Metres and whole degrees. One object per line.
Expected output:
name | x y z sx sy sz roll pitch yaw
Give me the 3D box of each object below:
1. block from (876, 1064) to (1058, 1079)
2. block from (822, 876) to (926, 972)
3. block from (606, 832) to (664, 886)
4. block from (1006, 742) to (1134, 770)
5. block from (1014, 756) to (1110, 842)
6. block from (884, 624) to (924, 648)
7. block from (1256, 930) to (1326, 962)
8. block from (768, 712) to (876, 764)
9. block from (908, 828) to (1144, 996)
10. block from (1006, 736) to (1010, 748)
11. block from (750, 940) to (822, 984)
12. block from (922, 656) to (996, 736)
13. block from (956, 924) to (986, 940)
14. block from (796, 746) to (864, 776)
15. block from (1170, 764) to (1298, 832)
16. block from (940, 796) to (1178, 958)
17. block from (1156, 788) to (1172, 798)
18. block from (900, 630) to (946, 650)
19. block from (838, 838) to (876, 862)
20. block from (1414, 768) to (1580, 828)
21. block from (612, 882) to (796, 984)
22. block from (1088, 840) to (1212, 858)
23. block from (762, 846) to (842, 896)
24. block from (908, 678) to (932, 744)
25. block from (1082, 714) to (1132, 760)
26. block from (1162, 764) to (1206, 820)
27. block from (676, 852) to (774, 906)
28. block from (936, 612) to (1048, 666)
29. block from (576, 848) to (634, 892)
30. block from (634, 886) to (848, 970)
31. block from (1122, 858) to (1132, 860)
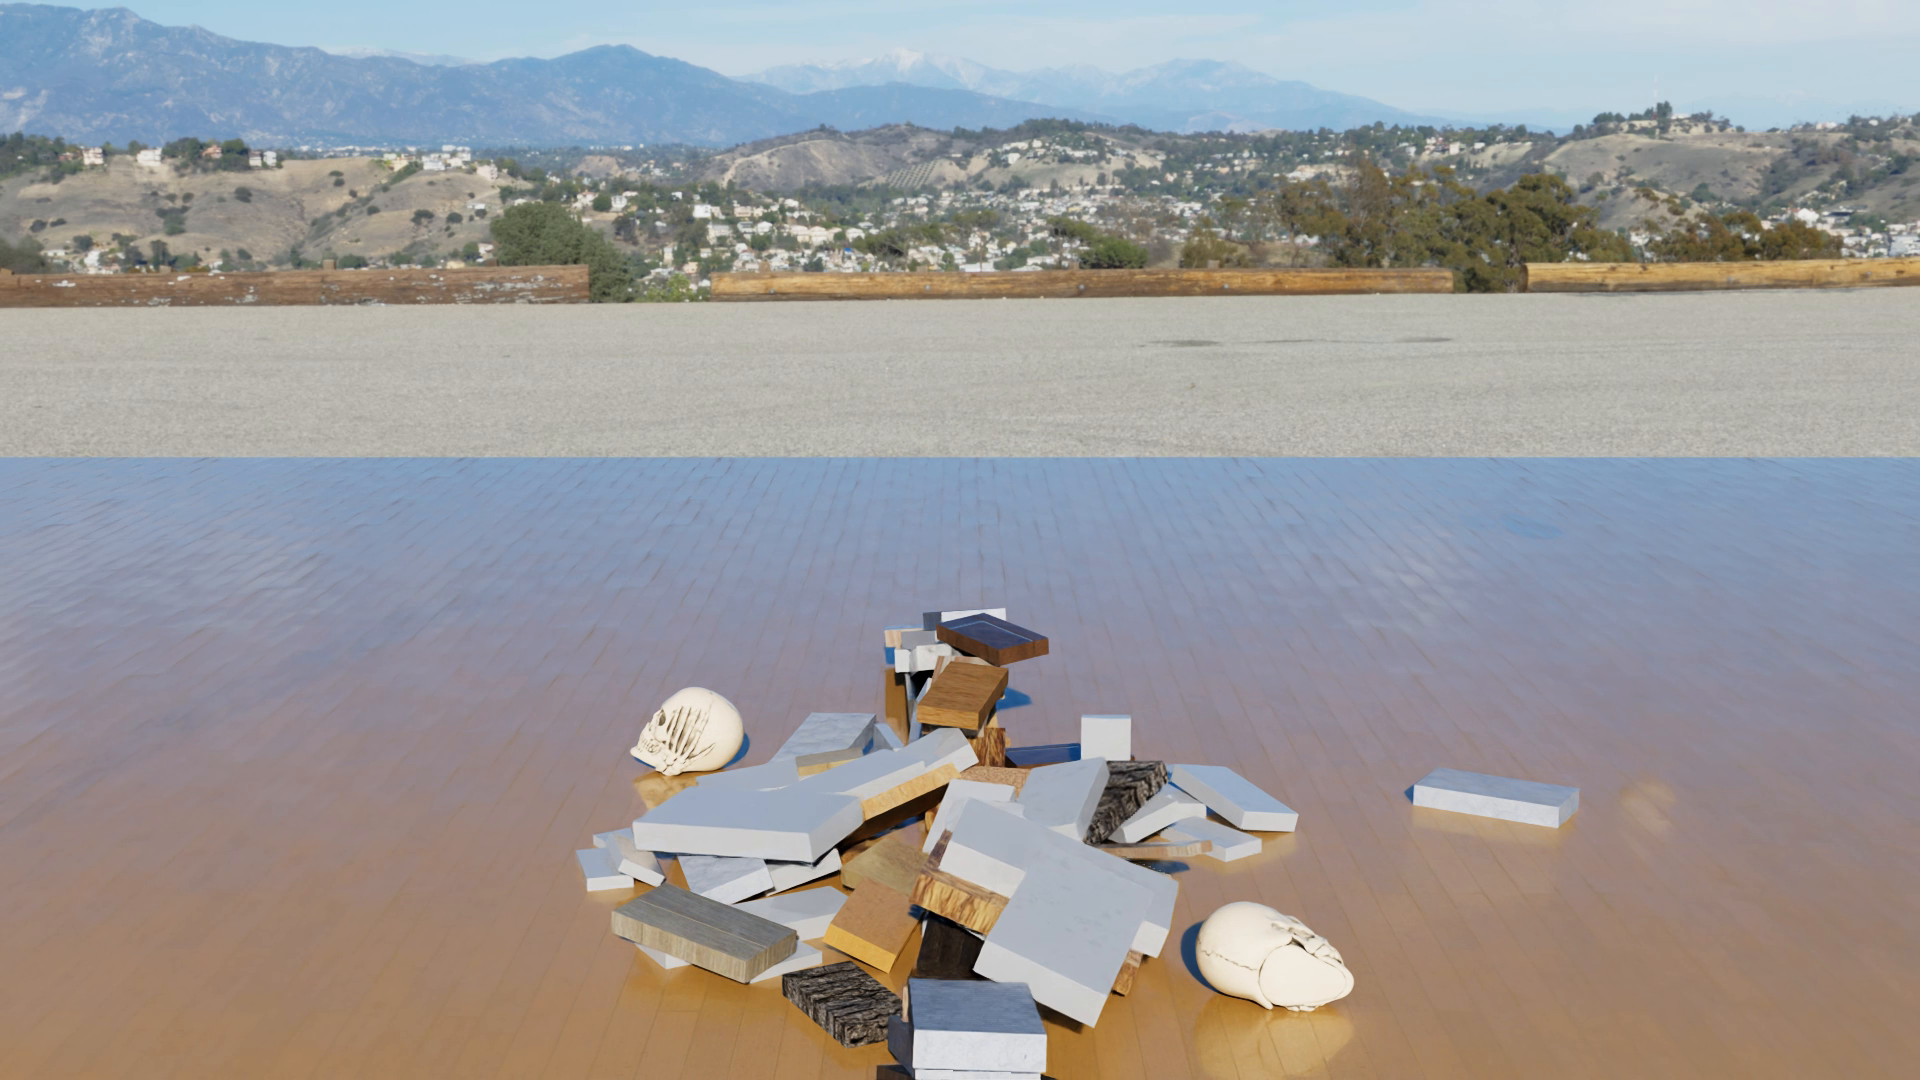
block | 0.045 0.689 2.693 0.176 0.050 0.352 5 -7 -24
block | -0.131 0.597 3.431 0.112 0.032 0.224 25 14 6
block | -0.556 0.545 3.756 0.077 0.022 0.155 27 1 -19
block | 0.212 0.440 4.381 0.244 0.035 0.122 -3 11 -15
block | 0.167 0.462 3.834 0.137 0.039 0.275 -12 16 18
block | -0.108 0.225 5.202 0.138 0.039 0.276 -3 0 -2
block | 0.515 0.630 3.413 0.103 0.015 0.051 -8 13 -36
block | -0.294 0.438 4.241 0.136 0.039 0.504 0 15 14
block | 0.110 0.554 3.294 0.347 0.049 0.174 23 18 6
block | 0.038 0.418 4.469 0.117 0.017 0.059 -18 31 -32
block | -0.282 0.641 3.345 0.131 0.018 0.065 -8 13 -37
block | 0.001 0.302 4.275 0.117 0.033 0.235 2 28 6
block | 0.119 0.602 3.302 0.224 0.032 0.112 27 20 20
block | -0.239 0.408 4.052 0.123 0.017 0.062 -8 14 -7
block | 0.505 0.475 4.064 0.120 0.034 0.240 7 13 -29
block | 0.152 0.506 3.320 0.347 0.049 0.174 22 18 4
block | 0.293 0.493 4.009 0.172 0.024 0.086 -19 16 -15
block | -0.026 0.215 4.820 0.138 0.039 0.276 -3 -2 -17
block | -0.193 0.542 3.878 0.065 0.018 0.131 -8 13 -37
block | 1.009 0.483 4.138 0.275 0.039 0.137 6 12 30
block | -0.391 0.597 3.352 0.256 0.036 0.128 14 20 29
block | 0.244 0.517 3.648 0.062 0.017 0.399 -4 -4 -45
block | -0.301 0.529 3.792 0.136 0.039 0.272 -19 15 -12
block | -0.075 0.372 4.341 0.026 0.091 0.182 17 47 -10
block | 0.272 0.417 4.102 0.091 0.182 0.026 1 11 6
block | 0.399 0.478 4.176 0.122 0.035 0.255 1 11 3
block | -0.409 0.539 3.729 0.128 0.036 0.342 -21 15 -10
block | 0.064 0.198 4.428 0.117 0.033 0.235 -12 17 -30
block | -0.608 0.562 3.762 0.077 0.022 0.155 -3 11 -16
block | -0.329 0.609 3.472 0.345 0.034 0.120 -6 12 -31
block | 0.224 0.543 3.696 0.086 0.024 0.229 -8 -3 14
